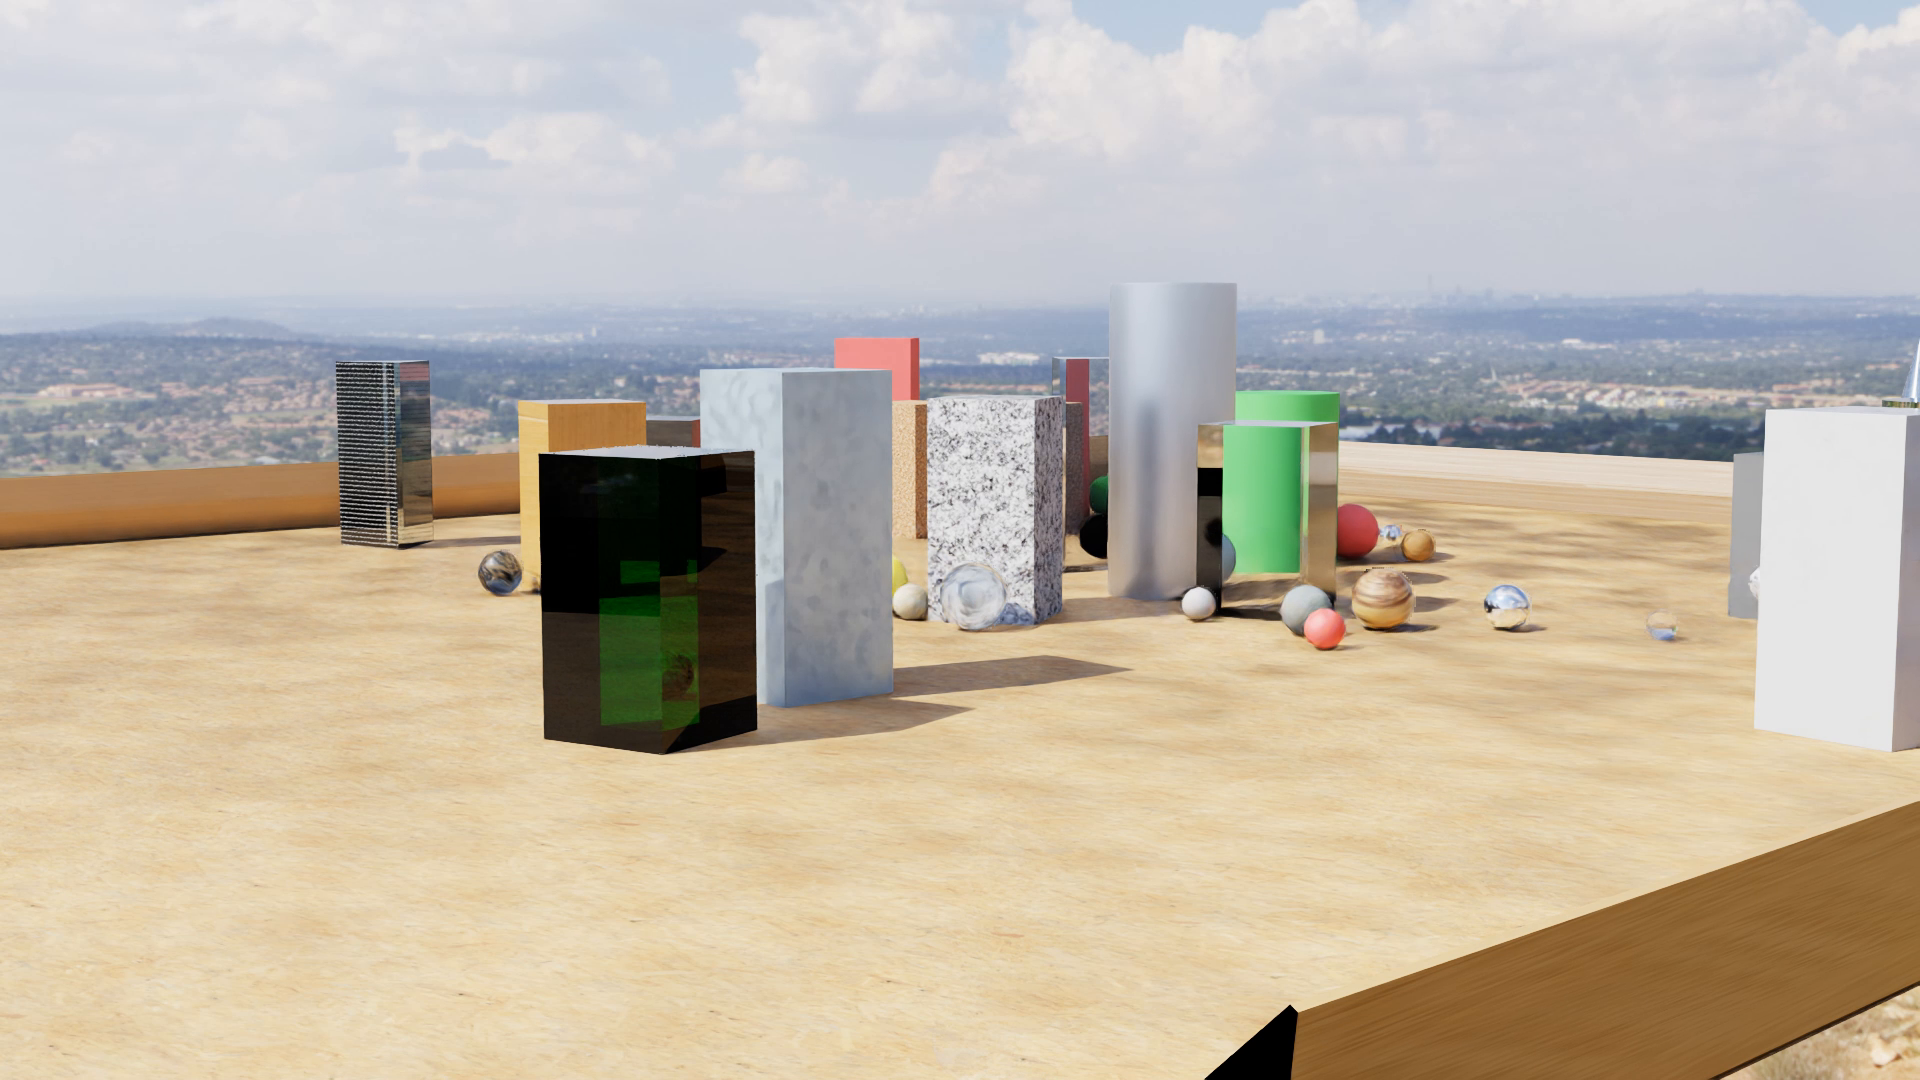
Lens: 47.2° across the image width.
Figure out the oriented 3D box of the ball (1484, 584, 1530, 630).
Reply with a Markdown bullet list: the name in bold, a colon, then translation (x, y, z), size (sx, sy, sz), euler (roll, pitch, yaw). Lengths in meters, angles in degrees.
- **ball**: translation (0.764, 0.094, 3.072), size (0.064, 0.064, 0.064), euler (0, 6, 0)

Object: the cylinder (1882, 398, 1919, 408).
- **cylinder**: translation (1.222, -0.001, 2.678), size (0.198, 0.336, 0.198), euler (0, 6, 0)

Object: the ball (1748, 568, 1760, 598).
- **ball**: translation (1.143, 0.062, 3.109), size (0.052, 0.052, 0.052), euler (0, 6, 0)

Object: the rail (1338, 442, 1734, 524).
- **rail**: translation (1.477, -0.108, 4.687), size (0.045, 0.129, 3.645), euler (-5, 8, -42)

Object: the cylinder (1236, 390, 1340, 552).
- **cylinder**: translation (0.565, -0.108, 3.866), size (0.198, 0.302, 0.198), euler (0, 6, 0)

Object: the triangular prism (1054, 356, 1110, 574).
- **triangular prism**: translation (0.206, -0.136, 3.830), size (0.171, 0.363, 0.148), euler (-4, 7, -32)

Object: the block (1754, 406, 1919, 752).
- **block**: translation (0.959, 0.034, 2.314), size (0.158, 0.340, 0.158), euler (-4, 7, -36)

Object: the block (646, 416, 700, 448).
- **block**: translation (-0.542, -0.100, 4.048), size (0.158, 0.248, 0.158), euler (1, 6, 12)

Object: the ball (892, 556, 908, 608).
- **ball**: translation (-0.123, 0.063, 3.220), size (0.095, 0.095, 0.095), euler (0, 6, 0)

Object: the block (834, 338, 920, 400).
- **block**: translation (-0.174, -0.235, 4.668), size (0.158, 0.387, 0.158), euler (1, 6, 6)

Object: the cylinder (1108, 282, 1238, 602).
- **cylinder**: translation (0.332, -0.158, 3.450), size (0.198, 0.487, 0.198), euler (0, 6, 0)

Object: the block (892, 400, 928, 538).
- **block**: translation (-0.093, -0.145, 4.408), size (0.158, 0.262, 0.158), euler (5, 8, 42)

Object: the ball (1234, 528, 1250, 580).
- **ball**: translation (0.424, 0.023, 3.586), size (0.098, 0.098, 0.098), euler (0, 6, 0)

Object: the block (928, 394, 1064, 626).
- **block**: translation (0.052, -0.048, 3.199), size (0.158, 0.320, 0.158), euler (2, 6, 17)

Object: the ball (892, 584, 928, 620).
- **ball**: translation (-0.071, 0.089, 3.173), size (0.053, 0.053, 0.053), euler (0, 6, 0)

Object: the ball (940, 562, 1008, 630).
- **ball**: translation (0.019, 0.078, 3.072), size (0.095, 0.095, 0.095), euler (0, 6, 0)

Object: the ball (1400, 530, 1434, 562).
- **ball**: translation (0.810, 0.011, 3.896), size (0.058, 0.058, 0.058), euler (0, 6, 0)

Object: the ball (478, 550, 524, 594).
- **ball**: translation (-0.722, 0.051, 3.457), size (0.069, 0.069, 0.069), euler (0, 6, 0)

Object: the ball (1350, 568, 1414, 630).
- **ball**: translation (0.590, 0.083, 3.072), size (0.086, 0.086, 0.086), euler (0, 6, 0)

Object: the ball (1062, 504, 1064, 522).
- **ball**: translation (0.164, -0.053, 4.370), size (0.087, 0.087, 0.087), euler (0, 6, 0)

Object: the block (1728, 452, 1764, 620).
- **block**: translation (1.232, -0.005, 3.189), size (0.158, 0.238, 0.158), euler (-5, 8, -41)

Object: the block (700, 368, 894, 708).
- **block**: translation (-0.190, -0.010, 2.562), size (0.158, 0.376, 0.158), euler (-5, 8, -41)

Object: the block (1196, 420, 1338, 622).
- **block**: translation (0.453, -0.032, 3.242), size (0.158, 0.280, 0.158), euler (3, 7, 28)

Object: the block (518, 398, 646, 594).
- **block**: translation (-0.600, -0.070, 3.501), size (0.158, 0.301, 0.158), euler (-3, 7, -27)

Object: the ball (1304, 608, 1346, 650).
- **ball**: translation (0.481, 0.117, 2.901), size (0.054, 0.054, 0.054), euler (0, 6, 0)

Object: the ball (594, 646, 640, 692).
- **ball**: translation (-0.402, 0.151, 2.573), size (0.055, 0.055, 0.055), euler (0, 6, 0)

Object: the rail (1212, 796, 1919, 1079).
- **rail**: translation (1.220, 0.171, 2.017), size (4.067, 0.129, 0.045), euler (-5, 8, -42)

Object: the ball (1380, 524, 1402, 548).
- **ball**: translation (0.812, -0.007, 4.141), size (0.044, 0.044, 0.044), euler (0, 6, 0)

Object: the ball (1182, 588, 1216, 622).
- **ball**: translation (0.344, 0.092, 3.163), size (0.048, 0.048, 0.048), euler (0, 6, 0)

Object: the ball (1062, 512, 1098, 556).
- **ball**: translation (0.210, -0.010, 3.990), size (0.081, 0.081, 0.081), euler (0, 6, 0)

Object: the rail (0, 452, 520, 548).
- **rail**: translation (-1.220, -0.104, 4.647), size (4.067, 0.129, 0.045), euler (-5, 8, -42)

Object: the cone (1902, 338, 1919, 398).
- **cone**: translation (1.488, -0.119, 3.424), size (0.198, 0.414, 0.198), euler (0, 6, 0)

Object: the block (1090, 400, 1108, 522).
- **block**: translation (0.382, -0.167, 4.656), size (0.158, 0.255, 0.158), euler (-2, 6, -22)

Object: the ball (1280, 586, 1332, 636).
- **ball**: translation (0.475, 0.097, 3.018), size (0.070, 0.070, 0.070), euler (0, 6, 0)

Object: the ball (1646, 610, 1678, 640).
- **ball**: translation (0.950, 0.115, 2.976), size (0.042, 0.042, 0.042), euler (0, 6, 0)

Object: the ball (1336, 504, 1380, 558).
- **ball**: translation (0.704, -0.016, 3.958), size (0.099, 0.099, 0.099), euler (0, 6, 0)

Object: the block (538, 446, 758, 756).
- **block**: translation (-0.325, 0.057, 2.302), size (0.158, 0.298, 0.158), euler (4, 7, 32)

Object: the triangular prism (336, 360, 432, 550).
- **triangular prism**: translation (-1.068, -0.166, 4.193), size (0.171, 0.349, 0.148), euler (4, 7, 35)
